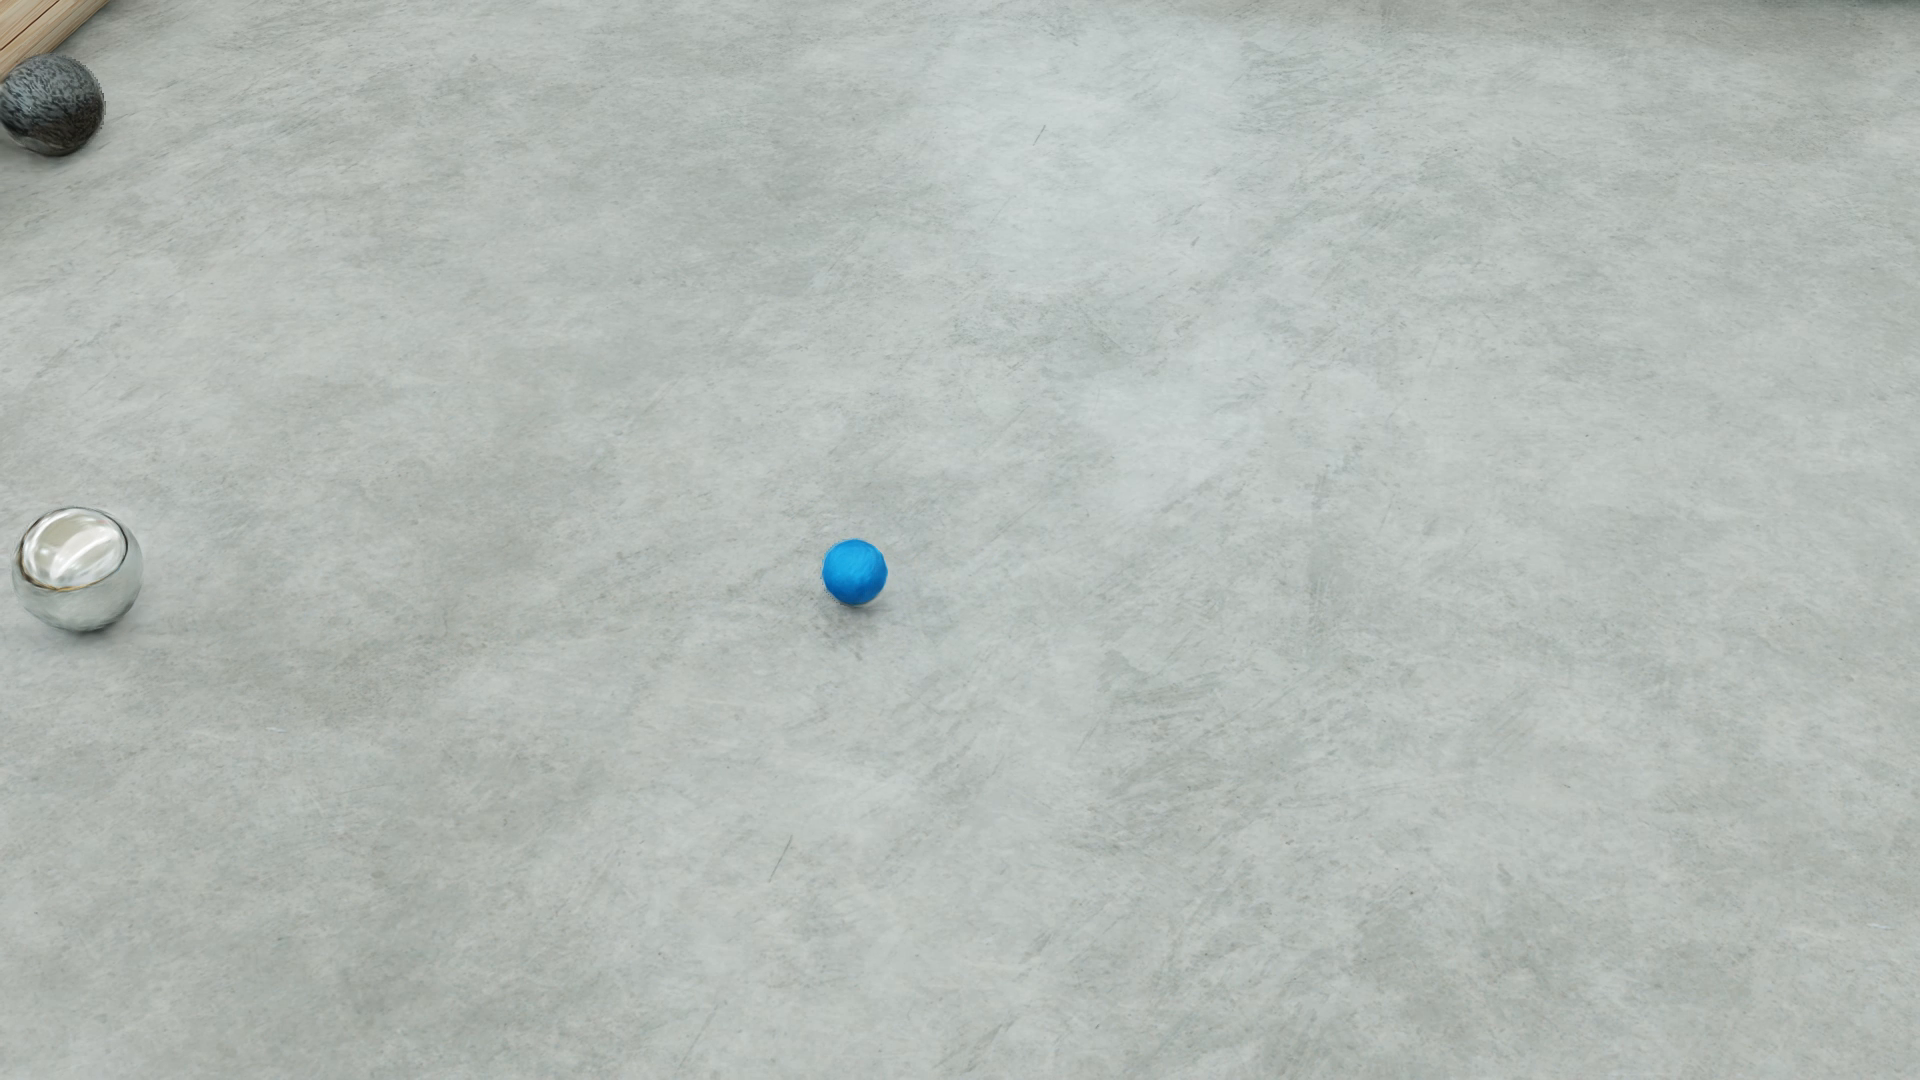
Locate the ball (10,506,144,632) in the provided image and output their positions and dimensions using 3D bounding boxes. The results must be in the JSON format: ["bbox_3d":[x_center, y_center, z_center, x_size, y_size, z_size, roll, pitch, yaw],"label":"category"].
[{"bbox_3d":[-0.595,0.019,1.731,0.085,0.085,0.085,0,35,0],"label":"ball"}]

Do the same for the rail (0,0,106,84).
[{"bbox_3d":[-0.996,-0.128,1.912,0.045,0.116,2.335,6,36,9],"label":"rail"}]

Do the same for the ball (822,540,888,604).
[{"bbox_3d":[-0.072,0.022,1.763,0.045,0.045,0.045,0,35,0],"label":"ball"}]

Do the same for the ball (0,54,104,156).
[{"bbox_3d":[-0.819,-0.392,2.311,0.090,0.090,0.090,0,35,0],"label":"ball"}]
